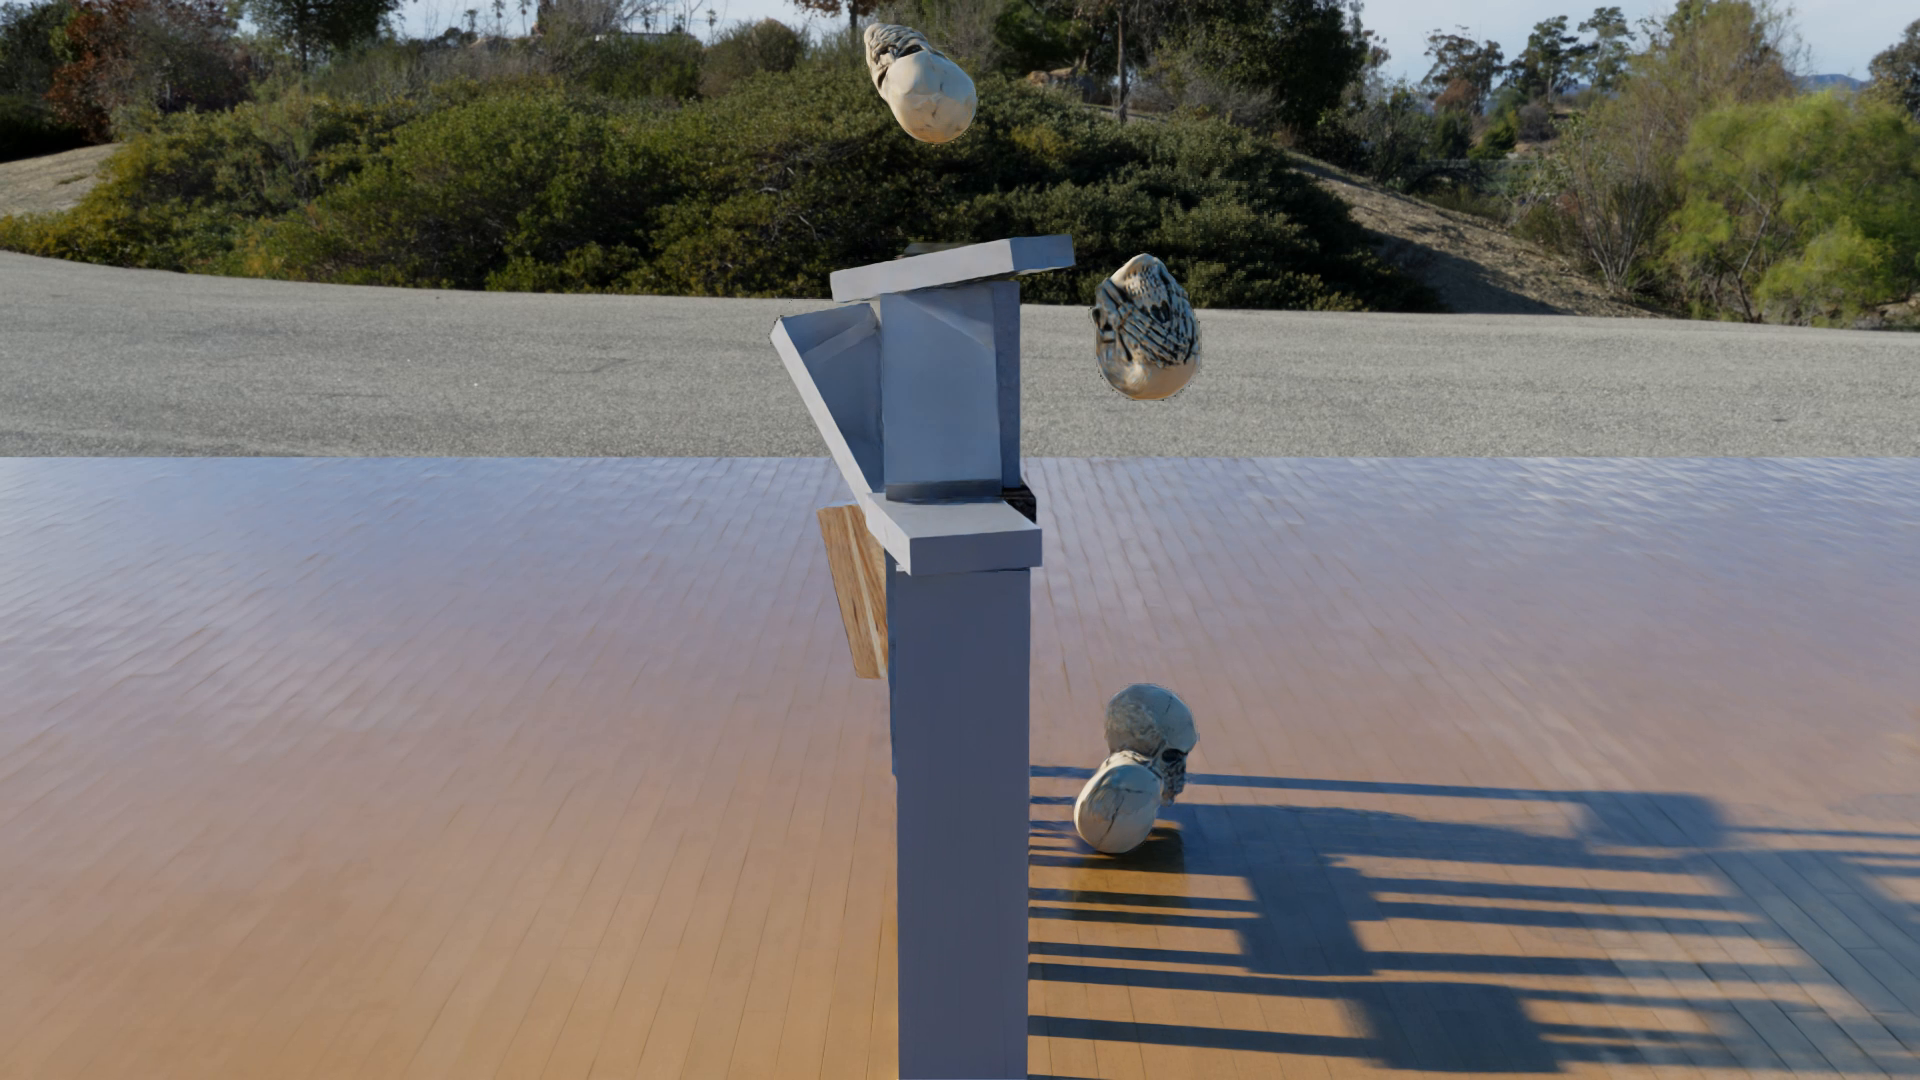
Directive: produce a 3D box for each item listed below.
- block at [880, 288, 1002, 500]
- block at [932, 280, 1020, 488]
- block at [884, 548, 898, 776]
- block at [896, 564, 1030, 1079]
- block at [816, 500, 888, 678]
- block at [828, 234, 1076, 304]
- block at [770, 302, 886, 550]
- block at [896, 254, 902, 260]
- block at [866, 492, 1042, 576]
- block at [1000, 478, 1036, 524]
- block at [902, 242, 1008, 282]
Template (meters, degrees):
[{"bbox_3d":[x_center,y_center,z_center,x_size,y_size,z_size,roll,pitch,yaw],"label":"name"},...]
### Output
[{"bbox_3d":[-0.028,-0.207,3.087,0.160,0.320,0.045,-2,-30,0],"label":"block"},{"bbox_3d":[0.013,-0.241,3.405,0.159,0.319,0.045,0,9,1],"label":"block"},{"bbox_3d":[-0.014,0.155,3.096,0.171,0.343,0.049,-2,5,2],"label":"block"},{"bbox_3d":[0.004,0.380,2.883,0.171,0.699,0.049,0,10,0],"label":"block"},{"bbox_3d":[-0.154,0.090,4.081,0.166,0.333,0.047,-5,13,41],"label":"block"},{"bbox_3d":[-0.013,-0.392,3.183,0.320,0.045,0.160,-5,5,36],"label":"block"},{"bbox_3d":[-0.102,-0.133,3.261,0.160,0.494,0.045,-15,-24,-33],"label":"block"},{"bbox_3d":[-0.030,-0.468,3.807,0.145,0.041,0.291,-3,11,-5],"label":"block"},{"bbox_3d":[-0.014,-0.016,2.945,0.171,0.049,0.343,-4,11,-11],"label":"block"},{"bbox_3d":[0.013,-0.066,3.476,0.177,0.050,0.354,-1,10,-4],"label":"block"},{"bbox_3d":[-0.004,-0.442,3.493,0.159,0.045,0.319,0,10,1],"label":"block"}]
